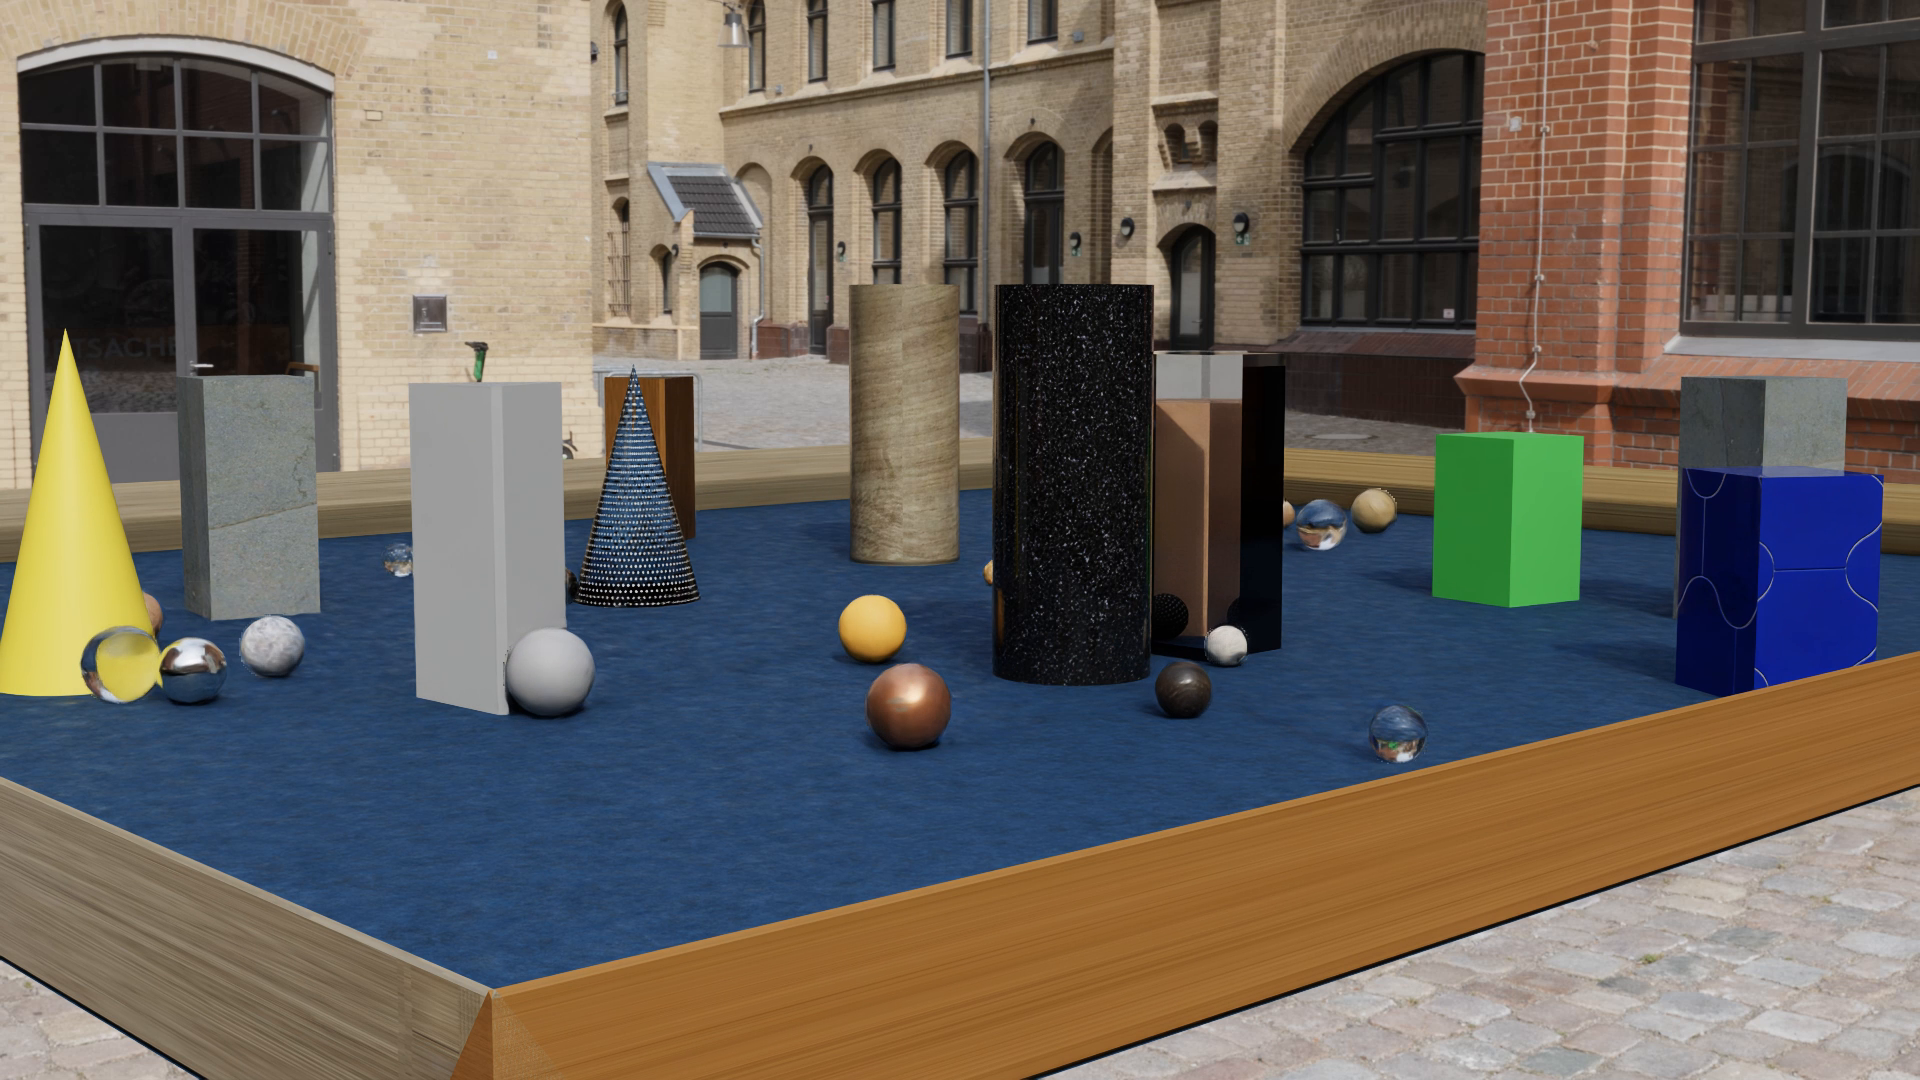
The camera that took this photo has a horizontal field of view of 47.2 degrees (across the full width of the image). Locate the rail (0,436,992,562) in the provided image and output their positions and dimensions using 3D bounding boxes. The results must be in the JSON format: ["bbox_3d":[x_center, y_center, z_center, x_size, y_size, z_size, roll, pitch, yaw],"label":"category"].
[{"bbox_3d":[-1.038,-0.084,4.451,3.461,0.127,0.045,-5,8,-42],"label":"rail"}]

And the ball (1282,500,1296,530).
[{"bbox_3d":[0.648,-0.051,4.459,0.062,0.062,0.062,0,6,0],"label":"ball"}]

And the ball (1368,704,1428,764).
[{"bbox_3d":[0.432,0.191,2.168,0.058,0.058,0.058,0,6,0],"label":"ball"}]

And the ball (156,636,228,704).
[{"bbox_3d":[-0.870,0.148,2.491,0.076,0.076,0.076,0,6,0],"label":"ball"}]

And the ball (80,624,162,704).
[{"bbox_3d":[-0.952,0.141,2.498,0.089,0.089,0.089,0,6,0],"label":"ball"}]

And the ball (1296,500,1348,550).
[{"bbox_3d":[0.671,-0.028,4.078,0.095,0.095,0.095,0,6,0],"label":"ball"}]

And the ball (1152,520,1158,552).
[{"bbox_3d":[0.322,-0.007,3.971,0.077,0.077,0.077,0,6,0],"label":"ball"}]

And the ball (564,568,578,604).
[{"bbox_3d":[-0.609,0.069,3.334,0.058,0.058,0.058,0,6,0],"label":"ball"}]

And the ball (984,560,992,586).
[{"bbox_3d":[0.059,0.053,3.551,0.044,0.044,0.044,0,6,0],"label":"ball"}]

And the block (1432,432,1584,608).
[{"bbox_3d":[0.845,-0.035,3.395,0.157,0.253,0.157,-4,7,-34],"label":"block"}]

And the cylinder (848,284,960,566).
[{"bbox_3d":[-0.099,-0.207,3.906,0.196,0.488,0.196,0,6,0],"label":"cylinder"}]

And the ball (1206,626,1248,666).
[{"bbox_3d":[0.334,0.133,2.754,0.051,0.051,0.051,0,6,0],"label":"ball"}]

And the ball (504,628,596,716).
[{"bbox_3d":[-0.450,0.145,2.414,0.098,0.098,0.098,0,6,0],"label":"ball"}]

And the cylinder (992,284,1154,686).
[{"bbox_3d":[0.137,-0.073,2.685,0.196,0.474,0.196,0,6,0],"label":"cylinder"}]

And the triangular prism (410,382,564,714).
[{"bbox_3d":[-0.515,0.001,2.518,0.170,0.361,0.147,6,8,43],"label":"triangular prism"}]

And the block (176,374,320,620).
[{"bbox_3d":[-1.052,-0.067,3.250,0.157,0.347,0.157,-4,7,-33],"label":"block"}]

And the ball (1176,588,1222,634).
[{"bbox_3d":[0.330,0.098,3.032,0.063,0.063,0.063,0,6,0],"label":"ball"}]

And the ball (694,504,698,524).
[{"bbox_3d":[-0.563,-0.052,4.381,0.080,0.080,0.080,0,6,0],"label":"ball"}]

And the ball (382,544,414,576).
[{"bbox_3d":[-0.937,0.034,3.679,0.056,0.056,0.056,0,6,0],"label":"ball"}]

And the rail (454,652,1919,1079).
[{"bbox_3d":[1.038,0.150,2.213,3.461,0.127,0.045,-5,8,-42],"label":"rail"}]

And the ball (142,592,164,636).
[{"bbox_3d":[-1.095,0.104,2.908,0.076,0.076,0.076,0,6,0],"label":"ball"}]

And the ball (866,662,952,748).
[{"bbox_3d":[-0.052,0.169,2.237,0.087,0.087,0.087,0,6,0],"label":"ball"}]

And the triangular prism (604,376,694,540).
[{"bbox_3d":[-0.573,-0.157,4.255,0.170,0.316,0.147,5,8,42],"label":"triangular prism"}]

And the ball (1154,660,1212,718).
[{"bbox_3d":[0.245,0.163,2.409,0.062,0.062,0.062,0,6,0],"label":"ball"}]

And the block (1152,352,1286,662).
[{"bbox_3d":[0.313,-0.050,2.879,0.157,0.388,0.157,6,8,44],"label":"block"}]

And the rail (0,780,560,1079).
[{"bbox_3d":[-1.255,0.154,2.181,0.045,0.127,3.109,-5,8,-42],"label":"rail"}]

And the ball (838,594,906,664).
[{"bbox_3d":[-0.111,0.112,2.780,0.087,0.087,0.087,0,6,0],"label":"ball"}]

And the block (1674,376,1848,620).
[{"bbox_3d":[1.136,-0.056,3.127,0.157,0.349,0.157,-3,7,-26],"label":"block"}]

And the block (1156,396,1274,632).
[{"bbox_3d":[0.360,-0.041,3.126,0.157,0.319,0.157,1,6,5],"label":"block"}]

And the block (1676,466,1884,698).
[{"bbox_3d":[0.950,0.049,2.557,0.157,0.258,0.157,-2,6,-14],"label":"block"}]

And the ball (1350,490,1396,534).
[{"bbox_3d":[0.824,-0.057,4.388,0.088,0.088,0.088,0,6,0],"label":"ball"}]

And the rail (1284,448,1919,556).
[{"bbox_3d":[1.255,-0.087,4.483,0.045,0.127,3.109,-5,8,-42],"label":"rail"}]

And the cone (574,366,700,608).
[{"bbox_3d":[-0.499,-0.089,3.379,0.196,0.363,0.196,0,6,0],"label":"cone"}]

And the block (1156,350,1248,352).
[{"bbox_3d":[0.459,-0.183,4.268,0.157,0.365,0.157,2,6,22],"label":"block"}]

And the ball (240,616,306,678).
[{"bbox_3d":[-0.835,0.129,2.674,0.075,0.075,0.075,0,6,0],"label":"ball"}]

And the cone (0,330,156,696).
[{"bbox_3d":[-1.057,-0.040,2.621,0.196,0.423,0.196,0,6,0],"label":"cone"}]
